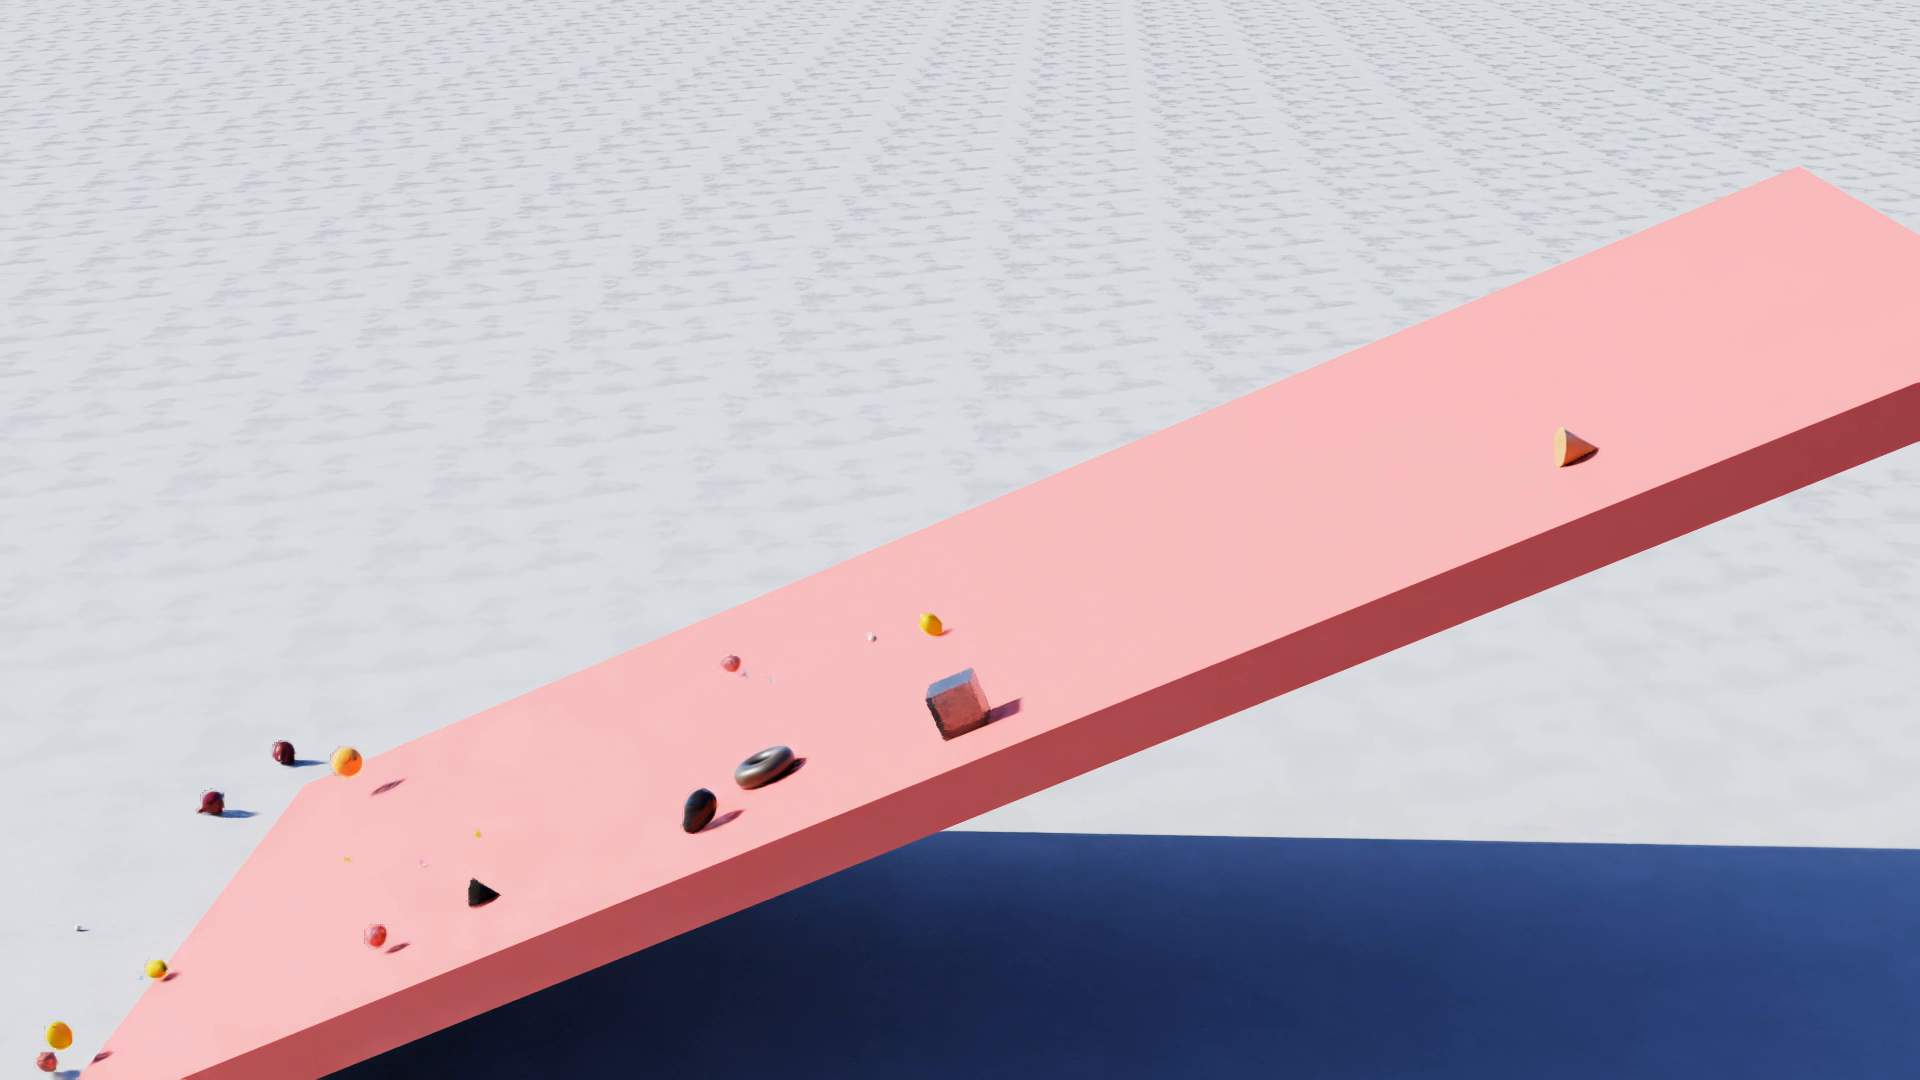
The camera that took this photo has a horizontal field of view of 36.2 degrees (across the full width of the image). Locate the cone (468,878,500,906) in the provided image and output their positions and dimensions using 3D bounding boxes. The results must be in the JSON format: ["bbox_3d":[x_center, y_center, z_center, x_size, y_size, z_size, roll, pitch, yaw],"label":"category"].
[{"bbox_3d":[-0.934,0.698,5.800,0.059,0.059,0.059,6,15,1],"label":"cone"}]

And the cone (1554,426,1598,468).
[{"bbox_3d":[1.156,-0.172,5.489,0.076,0.076,0.076,2,15,-6],"label":"cone"}]

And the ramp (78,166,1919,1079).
[{"bbox_3d":[0.130,0.171,6.285,4.000,0.100,2.000,-22,13,8],"label":"ramp"}]

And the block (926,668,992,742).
[{"bbox_3d":[-0.003,0.309,5.526,0.090,0.090,0.090,-22,13,10],"label":"block"}]

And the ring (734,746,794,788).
[{"bbox_3d":[-0.385,0.446,5.781,0.129,0.043,0.129,-24,11,5],"label":"ring"}]
